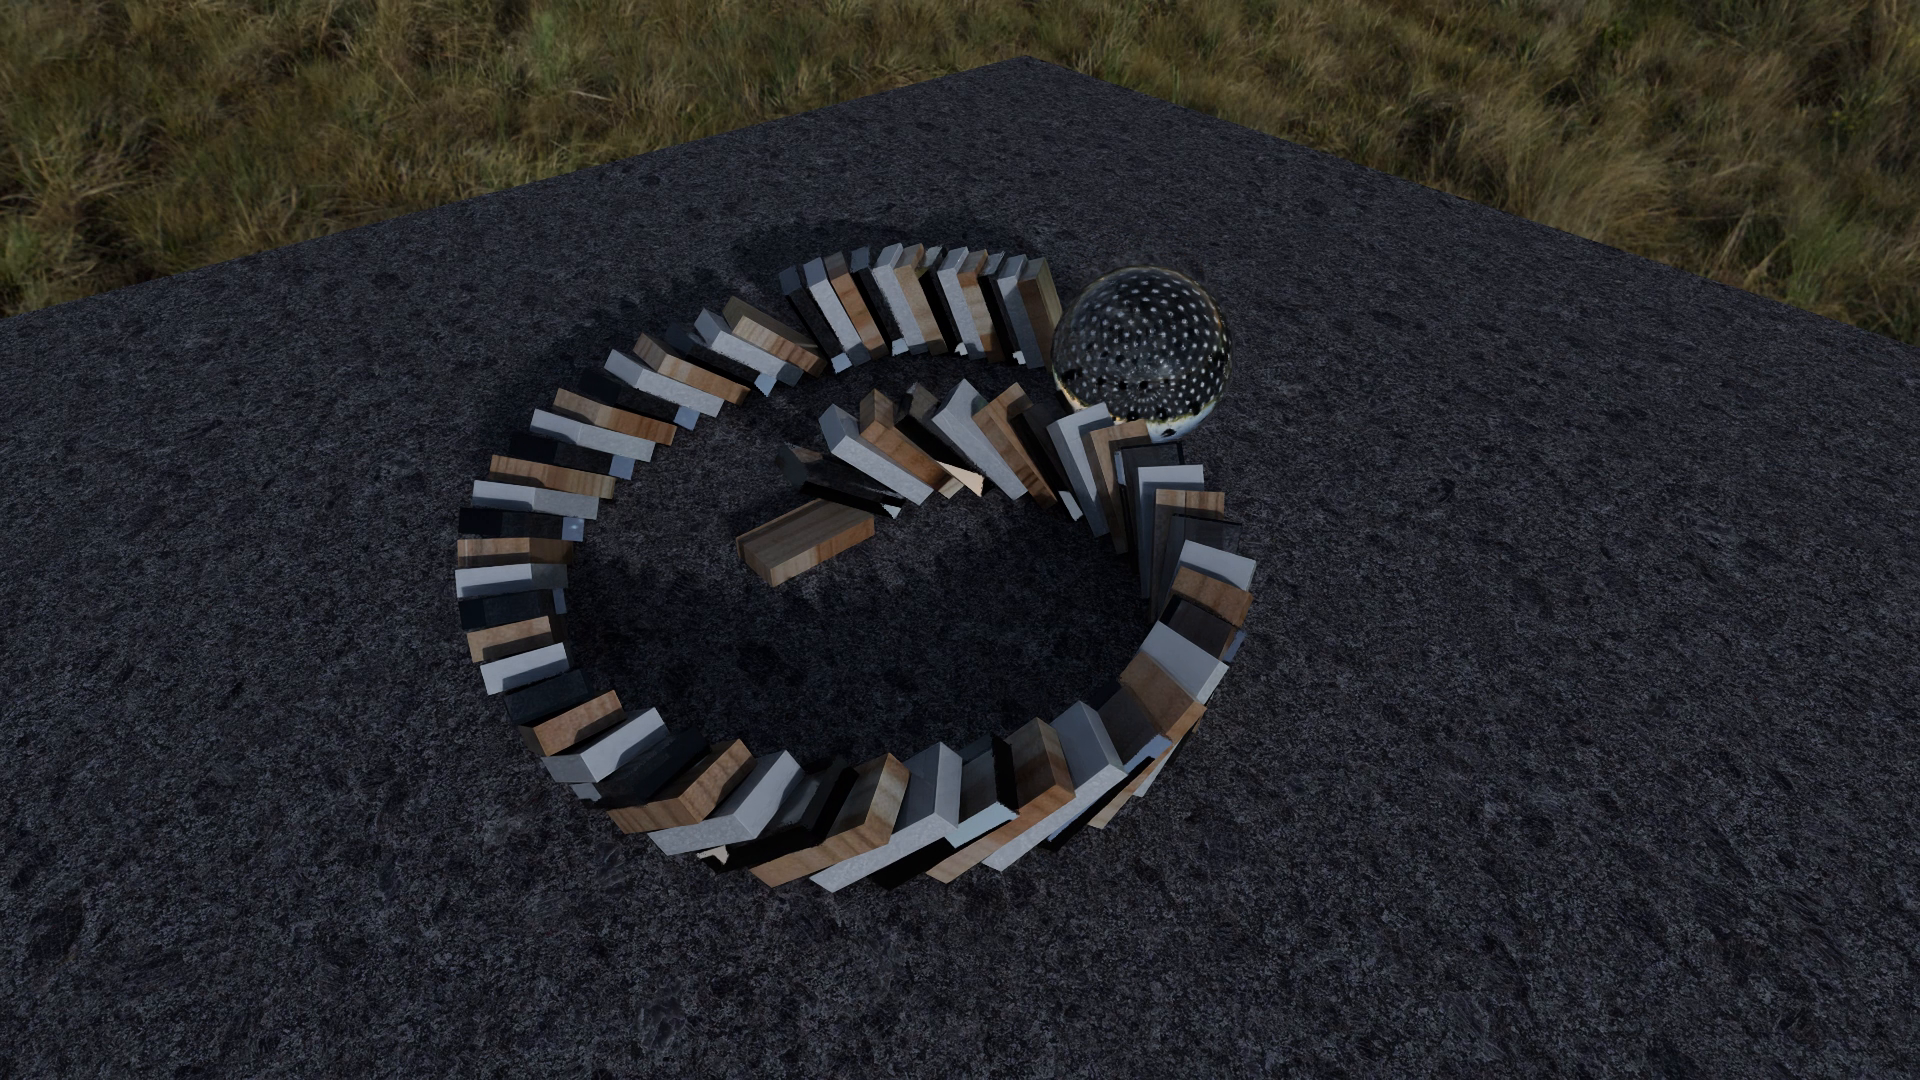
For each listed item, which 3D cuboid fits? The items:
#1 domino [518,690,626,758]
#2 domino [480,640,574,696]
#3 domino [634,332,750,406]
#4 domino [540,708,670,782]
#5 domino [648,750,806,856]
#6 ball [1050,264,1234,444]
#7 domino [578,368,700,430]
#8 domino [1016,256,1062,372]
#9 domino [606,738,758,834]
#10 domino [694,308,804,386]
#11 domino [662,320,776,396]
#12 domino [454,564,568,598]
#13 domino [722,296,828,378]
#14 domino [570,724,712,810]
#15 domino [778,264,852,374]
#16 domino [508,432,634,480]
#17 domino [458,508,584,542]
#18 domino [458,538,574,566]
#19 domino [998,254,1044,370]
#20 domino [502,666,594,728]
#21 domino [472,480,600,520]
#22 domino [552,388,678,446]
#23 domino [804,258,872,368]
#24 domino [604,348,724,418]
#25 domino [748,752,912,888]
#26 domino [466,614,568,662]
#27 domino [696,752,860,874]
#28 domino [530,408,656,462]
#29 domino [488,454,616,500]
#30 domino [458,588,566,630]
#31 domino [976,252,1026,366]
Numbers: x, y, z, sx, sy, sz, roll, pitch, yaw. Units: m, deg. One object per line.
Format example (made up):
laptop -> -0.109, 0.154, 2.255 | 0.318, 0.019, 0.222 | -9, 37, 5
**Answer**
domino -> -0.124, 0.058, 0.349 | 0.025, 0.010, 0.050 | -26, 5, -28
domino -> -0.144, 0.042, 0.368 | 0.025, 0.009, 0.050 | -16, 1, -18
domino -> -0.126, -0.080, 0.517 | 0.025, 0.009, 0.050 | 39, 12, 37
domino -> -0.111, 0.064, 0.341 | 0.025, 0.010, 0.050 | -33, 9, -34
domino -> -0.069, 0.078, 0.324 | 0.050, 0.009, 0.025 | -24, 19, 43
ball -> 0.080, -0.081, 0.487 | 0.080, 0.080, 0.080 | 0, 39, 0
domino -> -0.144, -0.063, 0.496 | 0.025, 0.009, 0.050 | 26, 5, 28
domino -> 0.043, -0.112, 0.548 | 0.010, 0.050, 0.025 | -8, 35, 23
domino -> -0.084, 0.074, 0.329 | 0.050, 0.009, 0.025 | -22, 17, 47
domino -> -0.102, -0.093, 0.533 | 0.050, 0.010, 0.025 | 22, 20, -44
domino -> -0.114, -0.086, 0.525 | 0.050, 0.009, 0.025 | 20, 17, -48
domino -> -0.163, 0.015, 0.402 | 0.025, 0.010, 0.050 | -5, -1, -6
domino -> -0.091, -0.100, 0.540 | 0.050, 0.009, 0.025 | 25, 20, -36
domino -> -0.098, 0.070, 0.334 | 0.025, 0.009, 0.050 | -39, 12, -37
domino -> -0.072, -0.109, 0.545 | 0.010, 0.050, 0.025 | -28, 41, 5
domino -> -0.162, -0.035, 0.462 | 0.025, 0.009, 0.050 | 14, 1, 16
domino -> -0.169, -0.006, 0.426 | 0.025, 0.009, 0.050 | 4, -1, 5
domino -> -0.166, 0.005, 0.414 | 0.025, 0.010, 0.050 | -2, -1, -2
domino -> 0.033, -0.114, 0.551 | 0.009, 0.050, 0.025 | -8, 35, 23
domino -> -0.135, 0.050, 0.358 | 0.025, 0.009, 0.050 | -21, 3, -23
domino -> -0.168, -0.016, 0.438 | 0.025, 0.009, 0.050 | 7, -1, 9
domino -> -0.152, -0.054, 0.485 | 0.025, 0.009, 0.050 | 21, 3, 24
domino -> -0.061, -0.114, 0.551 | 0.009, 0.050, 0.025 | -25, 41, 5
domino -> -0.136, -0.072, 0.507 | 0.025, 0.010, 0.050 | 32, 8, 33
domino -> -0.038, 0.082, 0.319 | 0.050, 0.009, 0.025 | -30, 26, 33
domino -> -0.151, 0.033, 0.379 | 0.025, 0.010, 0.050 | -13, 0, -15
domino -> -0.054, 0.080, 0.321 | 0.050, 0.009, 0.025 | -27, 23, 38
domino -> -0.157, -0.045, 0.474 | 0.025, 0.010, 0.050 | 17, 2, 20
domino -> -0.166, -0.025, 0.450 | 0.025, 0.010, 0.050 | 10, 0, 13
domino -> -0.158, 0.024, 0.390 | 0.025, 0.009, 0.050 | -9, 0, -10
domino -> 0.024, -0.116, 0.553 | 0.009, 0.050, 0.025 | -8, 35, 23
